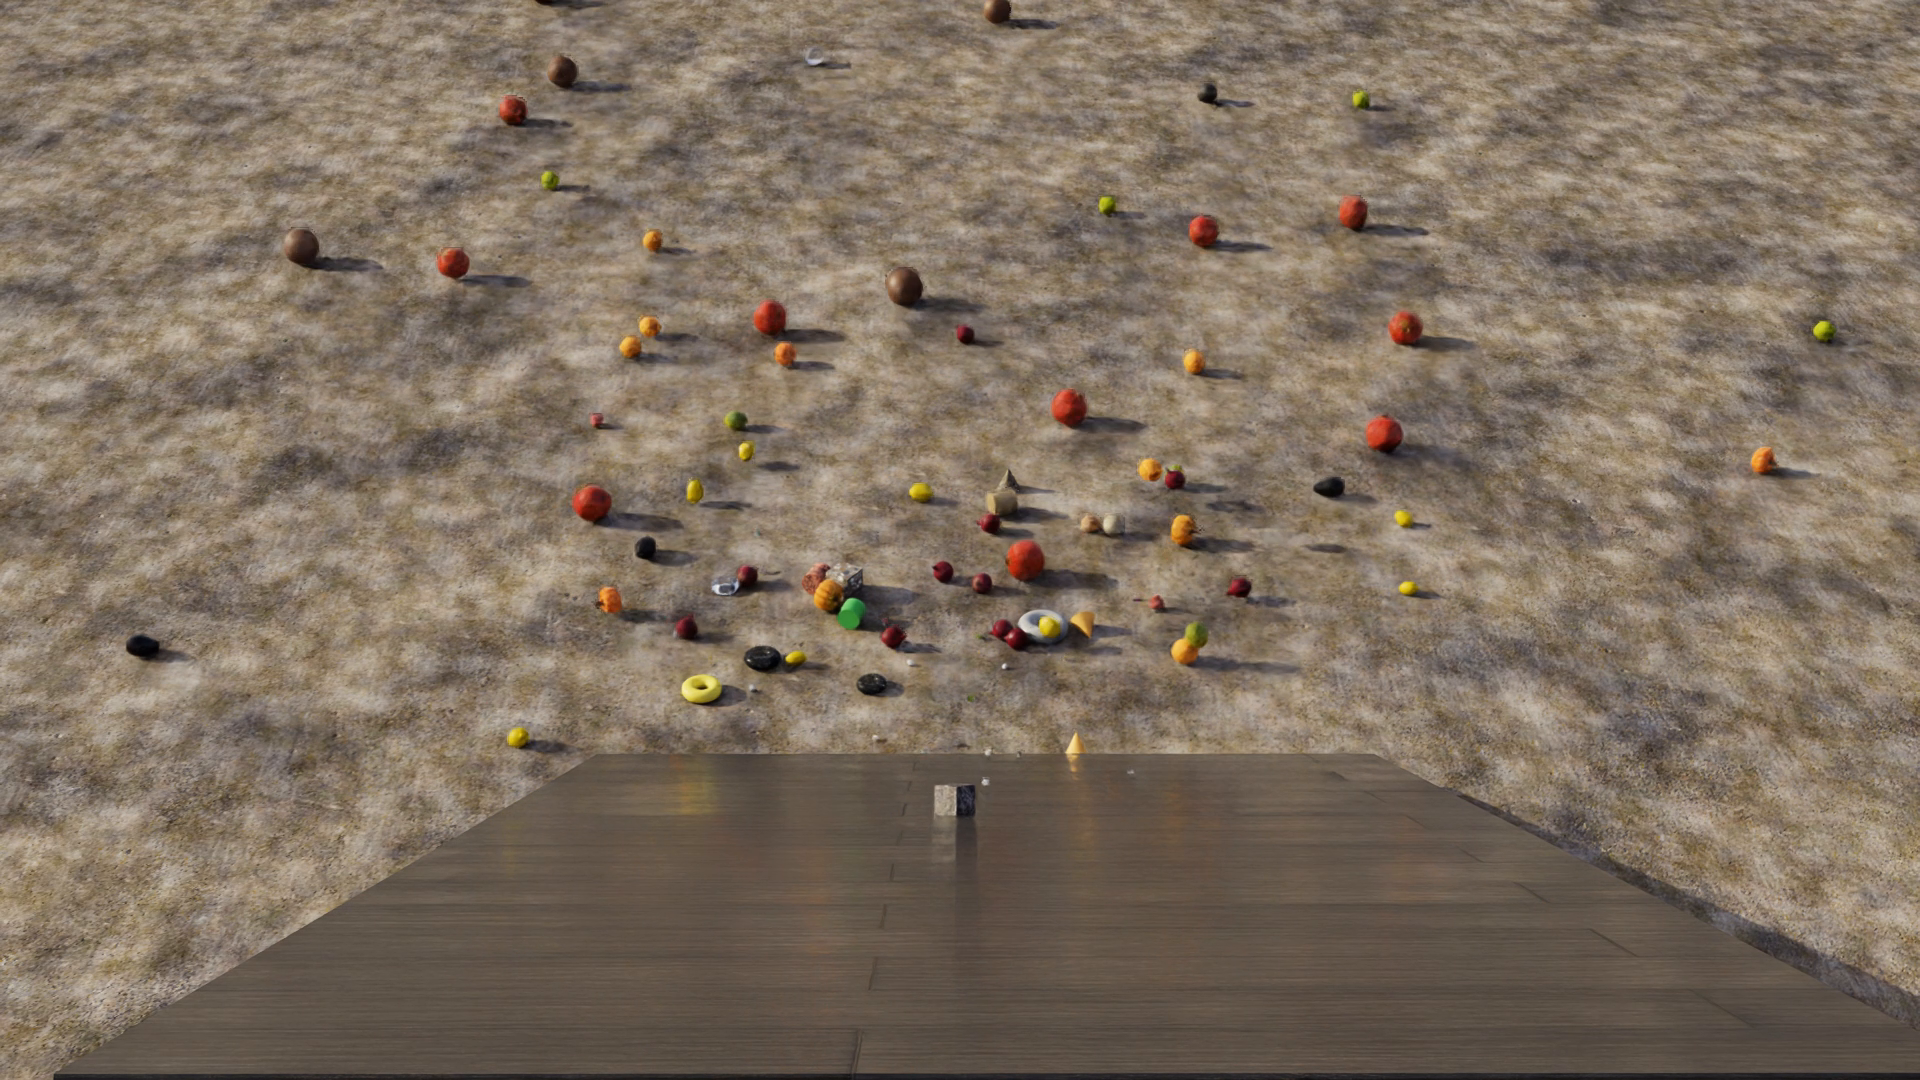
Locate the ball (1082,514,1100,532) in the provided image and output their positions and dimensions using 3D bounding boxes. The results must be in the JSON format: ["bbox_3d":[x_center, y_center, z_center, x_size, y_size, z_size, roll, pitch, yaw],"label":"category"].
[{"bbox_3d":[0.393,-0.050,7.814,0.055,0.055,0.055,0,30,0],"label":"ball"}]

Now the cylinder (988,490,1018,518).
[{"bbox_3d":[0.131,-0.112,7.902,0.074,0.074,0.074,-10,31,-16],"label":"cylinder"}]

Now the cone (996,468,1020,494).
[{"bbox_3d":[0.151,-0.191,8.038,0.074,0.074,0.074,0,30,0],"label":"cone"}]

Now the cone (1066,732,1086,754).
[{"bbox_3d":[0.303,0.526,6.731,0.056,0.056,0.056,0,-2,0],"label":"cone"}]

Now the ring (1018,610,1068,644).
[{"bbox_3d":[0.234,0.245,7.311,0.144,0.048,0.144,1,30,-1],"label":"ring"}]

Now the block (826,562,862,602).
[{"bbox_3d":[-0.335,0.121,7.498,0.076,0.076,0.076,18,35,28],"label":"block"}]

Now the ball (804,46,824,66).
[{"bbox_3d":[-0.642,-2.130,11.380,0.082,0.082,0.082,0,30,0],"label":"ball"}]

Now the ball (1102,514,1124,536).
[{"bbox_3d":[0.463,-0.044,7.796,0.064,0.064,0.064,0,30,0],"label":"ball"}]

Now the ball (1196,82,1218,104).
[{"bbox_3d":[1.047,-1.895,10.970,0.087,0.087,0.087,0,30,0],"label":"ball"}]

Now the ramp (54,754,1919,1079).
[{"bbox_3d":[0.067,0.599,4.659,2.000,0.100,4.000,0,0,0],"label":"ramp"}]

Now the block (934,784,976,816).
[{"bbox_3d":[-0.010,0.521,5.192,0.058,0.058,0.058,0,0,41],"label":"block"}]

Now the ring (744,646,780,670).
[{"bbox_3d":[-0.549,0.328,7.183,0.102,0.034,0.102,1,29,0],"label":"ring"}]

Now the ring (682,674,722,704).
[{"bbox_3d":[-0.703,0.406,7.045,0.110,0.037,0.110,0,32,0],"label":"ring"}]

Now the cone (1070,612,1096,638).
[{"bbox_3d":[0.358,0.251,7.317,0.072,0.072,0.072,-9,58,-15],"label":"cone"}]

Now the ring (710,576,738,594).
[{"bbox_3d":[-0.684,0.132,7.528,0.082,0.027,0.082,0,31,0],"label":"ring"}]

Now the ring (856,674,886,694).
[{"bbox_3d":[-0.241,0.393,7.076,0.083,0.028,0.083,-1,30,1],"label":"ring"}]
